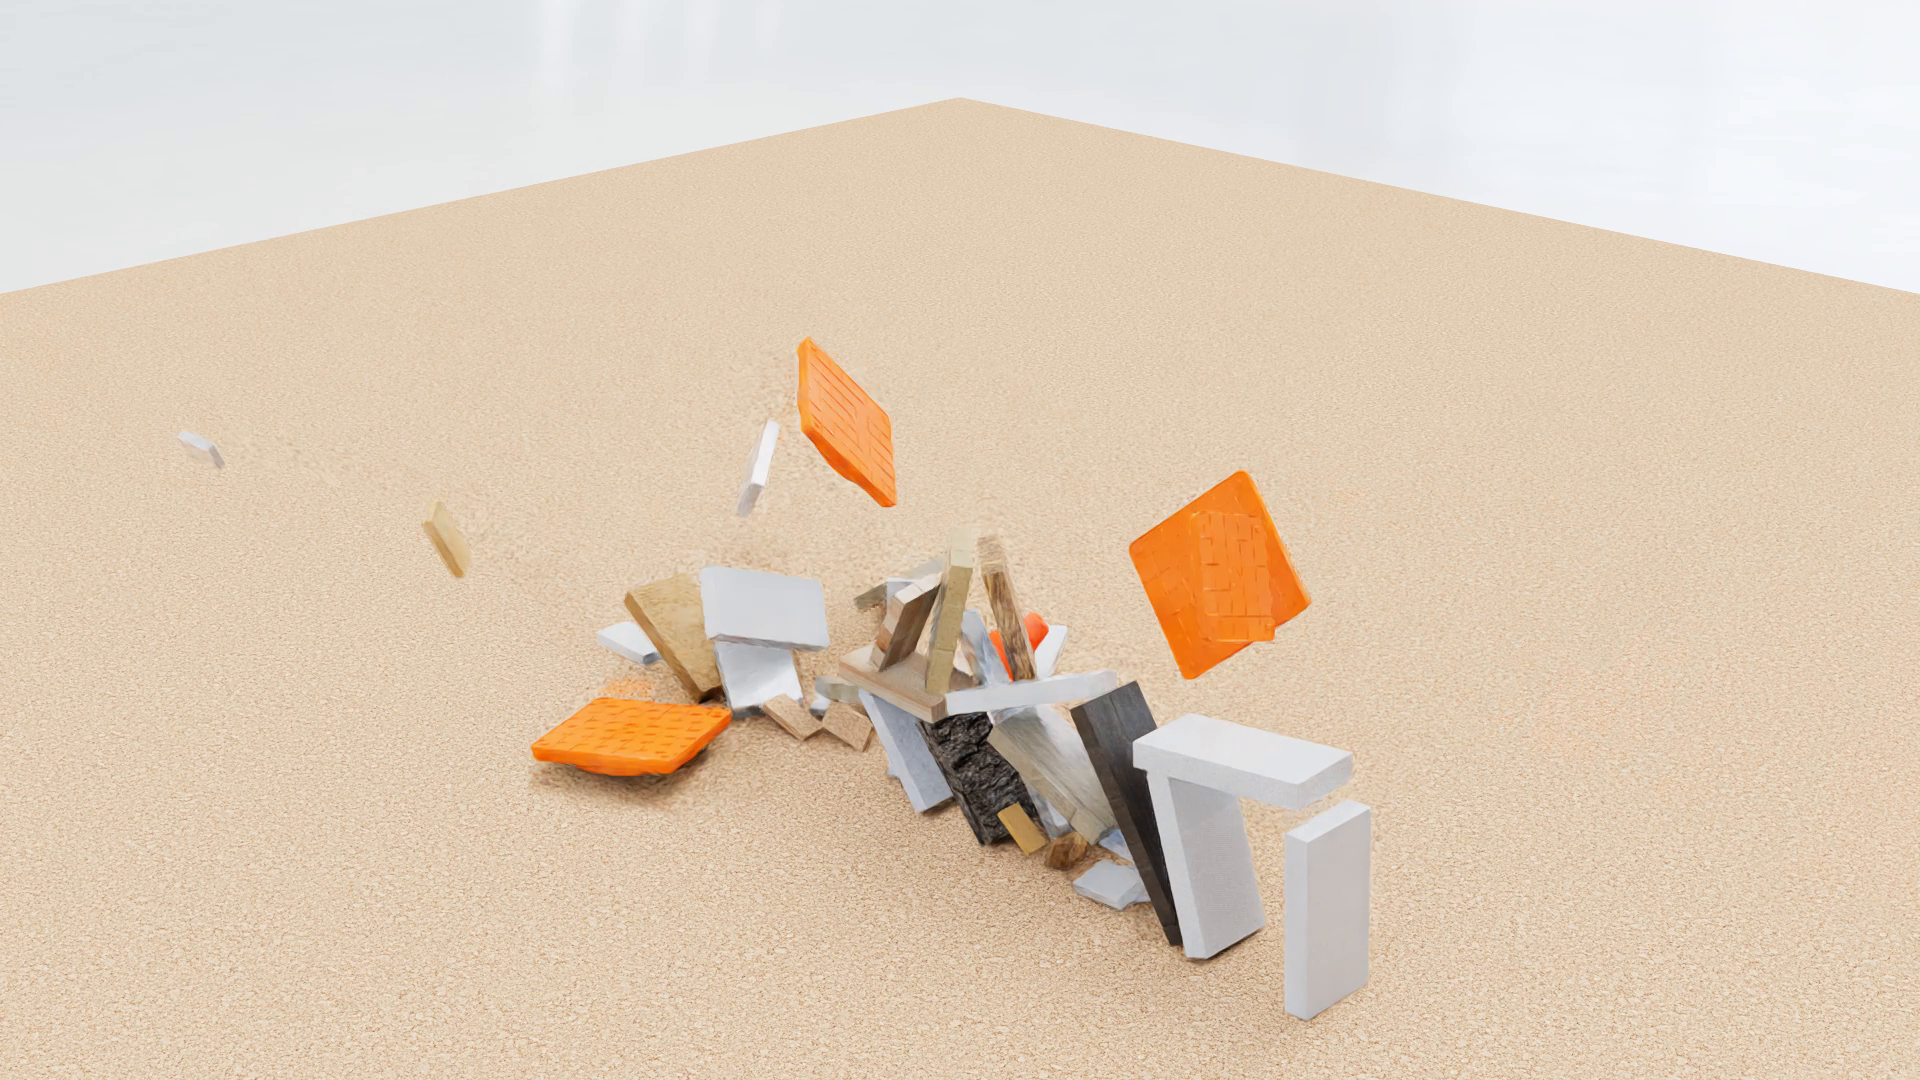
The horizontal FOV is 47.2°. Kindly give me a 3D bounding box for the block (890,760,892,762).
[{"bbox_3d":[-0.101,0.481,4.536,0.046,0.013,0.093,-21,73,-40],"label":"block"}]

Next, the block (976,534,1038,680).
[{"bbox_3d":[0.096,0.153,4.308,0.042,0.297,0.149,-15,29,4],"label":"block"}]

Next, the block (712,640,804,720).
[{"bbox_3d":[-0.465,0.257,4.933,0.158,0.045,0.317,-7,49,-16],"label":"block"}]

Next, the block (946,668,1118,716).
[{"bbox_3d":[0.136,0.288,4.177,0.292,0.041,0.146,-9,-1,25],"label":"block"}]

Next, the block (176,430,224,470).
[{"bbox_3d":[-2.066,-0.245,5.984,0.091,0.026,0.182,25,-16,-2],"label":"block"}]

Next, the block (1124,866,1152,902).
[{"bbox_3d":[0.341,0.644,4.120,0.156,0.022,0.078,-8,26,46],"label":"block"}]

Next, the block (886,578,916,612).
[{"bbox_3d":[-0.138,0.159,5.207,0.069,0.138,0.020,2,18,4],"label":"block"}]

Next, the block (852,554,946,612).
[{"bbox_3d":[-0.143,0.103,5.364,0.122,0.035,0.244,-27,0,38],"label":"block"}]

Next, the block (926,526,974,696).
[{"bbox_3d":[-0.021,0.140,4.309,0.042,0.297,0.149,9,30,-4],"label":"block"}]

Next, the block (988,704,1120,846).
[{"bbox_3d":[0.204,0.440,4.180,0.292,0.041,0.146,44,42,22],"label":"block"}]

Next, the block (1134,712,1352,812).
[{"bbox_3d":[0.496,0.387,3.873,0.346,0.049,0.173,11,22,40],"label":"block"}]

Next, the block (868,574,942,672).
[{"bbox_3d":[-0.111,0.166,4.378,0.030,0.211,0.106,43,48,21],"label":"block"}]

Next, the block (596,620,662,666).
[{"bbox_3d":[-0.762,0.241,5.160,0.091,0.026,0.182,-21,31,-41],"label":"block"}]

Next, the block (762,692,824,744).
[{"bbox_3d":[-0.362,0.385,4.774,0.129,0.018,0.064,37,38,24],"label":"block"}]

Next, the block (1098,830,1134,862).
[{"bbox_3d":[0.341,0.578,4.133,0.078,0.022,0.156,-17,29,-39],"label":"block"}]

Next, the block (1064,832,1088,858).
[{"bbox_3d":[0.217,0.591,4.251,0.050,0.101,0.014,-7,60,-15],"label":"block"}]

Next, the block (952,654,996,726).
[{"bbox_3d":[0.049,0.342,4.685,0.106,0.030,0.211,-6,63,-56],"label":"block"}]

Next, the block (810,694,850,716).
[{"bbox_3d":[-0.284,0.356,4.898,0.064,0.018,0.129,6,24,13],"label":"block"}]

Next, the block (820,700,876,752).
[{"bbox_3d":[-0.238,0.398,4.719,0.129,0.064,0.018,28,9,35],"label":"block"}]

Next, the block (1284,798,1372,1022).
[{"bbox_3d":[0.636,0.640,3.807,0.173,0.346,0.049,-20,26,-39],"label":"block"}]

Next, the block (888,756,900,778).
[{"bbox_3d":[-0.126,0.458,4.615,0.046,0.013,0.093,1,48,3],"label":"block"}]

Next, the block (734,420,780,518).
[{"bbox_3d":[-0.519,-0.183,5.624,0.035,0.122,0.244,23,41,-13],"label":"block"}]

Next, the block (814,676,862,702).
[{"bbox_3d":[-0.181,0.332,4.824,0.254,0.035,0.122,6,3,-17],"label":"block"}]

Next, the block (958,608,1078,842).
[{"bbox_3d":[0.112,0.376,4.355,0.042,0.148,0.497,-21,61,-8],"label":"block"}]

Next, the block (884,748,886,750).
[{"bbox_3d":[-0.121,0.420,4.605,0.046,0.013,0.093,5,14,19],"label":"block"}]

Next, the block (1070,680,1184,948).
[{"bbox_3d":[0.357,0.502,4.056,0.146,0.469,0.041,-20,-5,-39],"label":"block"}]

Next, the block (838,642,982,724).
[{"bbox_3d":[-0.102,0.279,4.426,0.138,0.039,0.276,-24,34,-38],"label":"block"}]

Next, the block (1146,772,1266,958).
[{"bbox_3d":[0.448,0.563,3.989,0.173,0.346,0.049,-19,9,-42],"label":"block"}]

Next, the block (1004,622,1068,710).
[{"bbox_3d":[0.159,0.294,5.029,0.106,0.030,0.421,5,23,12],"label":"block"}]

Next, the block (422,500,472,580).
[{"bbox_3d":[-1.262,-0.002,5.413,0.026,0.182,0.091,-16,35,11],"label":"block"}]

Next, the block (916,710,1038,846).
[{"bbox_3d":[0.036,0.455,4.373,0.138,0.276,0.039,-25,-6,-39],"label":"block"}]

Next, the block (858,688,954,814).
[{"bbox_3d":[-0.088,0.403,4.492,0.138,0.276,0.039,-23,-5,-38],"label":"block"}]

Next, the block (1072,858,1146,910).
[{"bbox_3d":[0.284,0.645,4.124,0.078,0.022,0.156,-35,19,-21],"label":"block"}]

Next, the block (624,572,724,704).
[{"bbox_3d":[-0.611,0.221,4.996,0.158,0.045,0.317,-19,58,-38],"label":"block"}]

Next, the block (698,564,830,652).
[{"bbox_3d":[-0.433,0.154,4.884,0.317,0.158,0.045,10,-26,-44],"label":"block"}]

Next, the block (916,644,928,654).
[{"bbox_3d":[-0.100,0.274,5.080,0.069,0.020,0.138,-6,22,-31],"label":"block"}]

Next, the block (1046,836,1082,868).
[{"bbox_3d":[0.198,0.600,4.222,0.050,0.101,0.014,1,55,-10],"label":"block"}]

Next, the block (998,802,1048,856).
[{"bbox_3d":[0.122,0.569,4.328,0.050,0.014,0.101,-22,69,-42],"label":"block"}]
